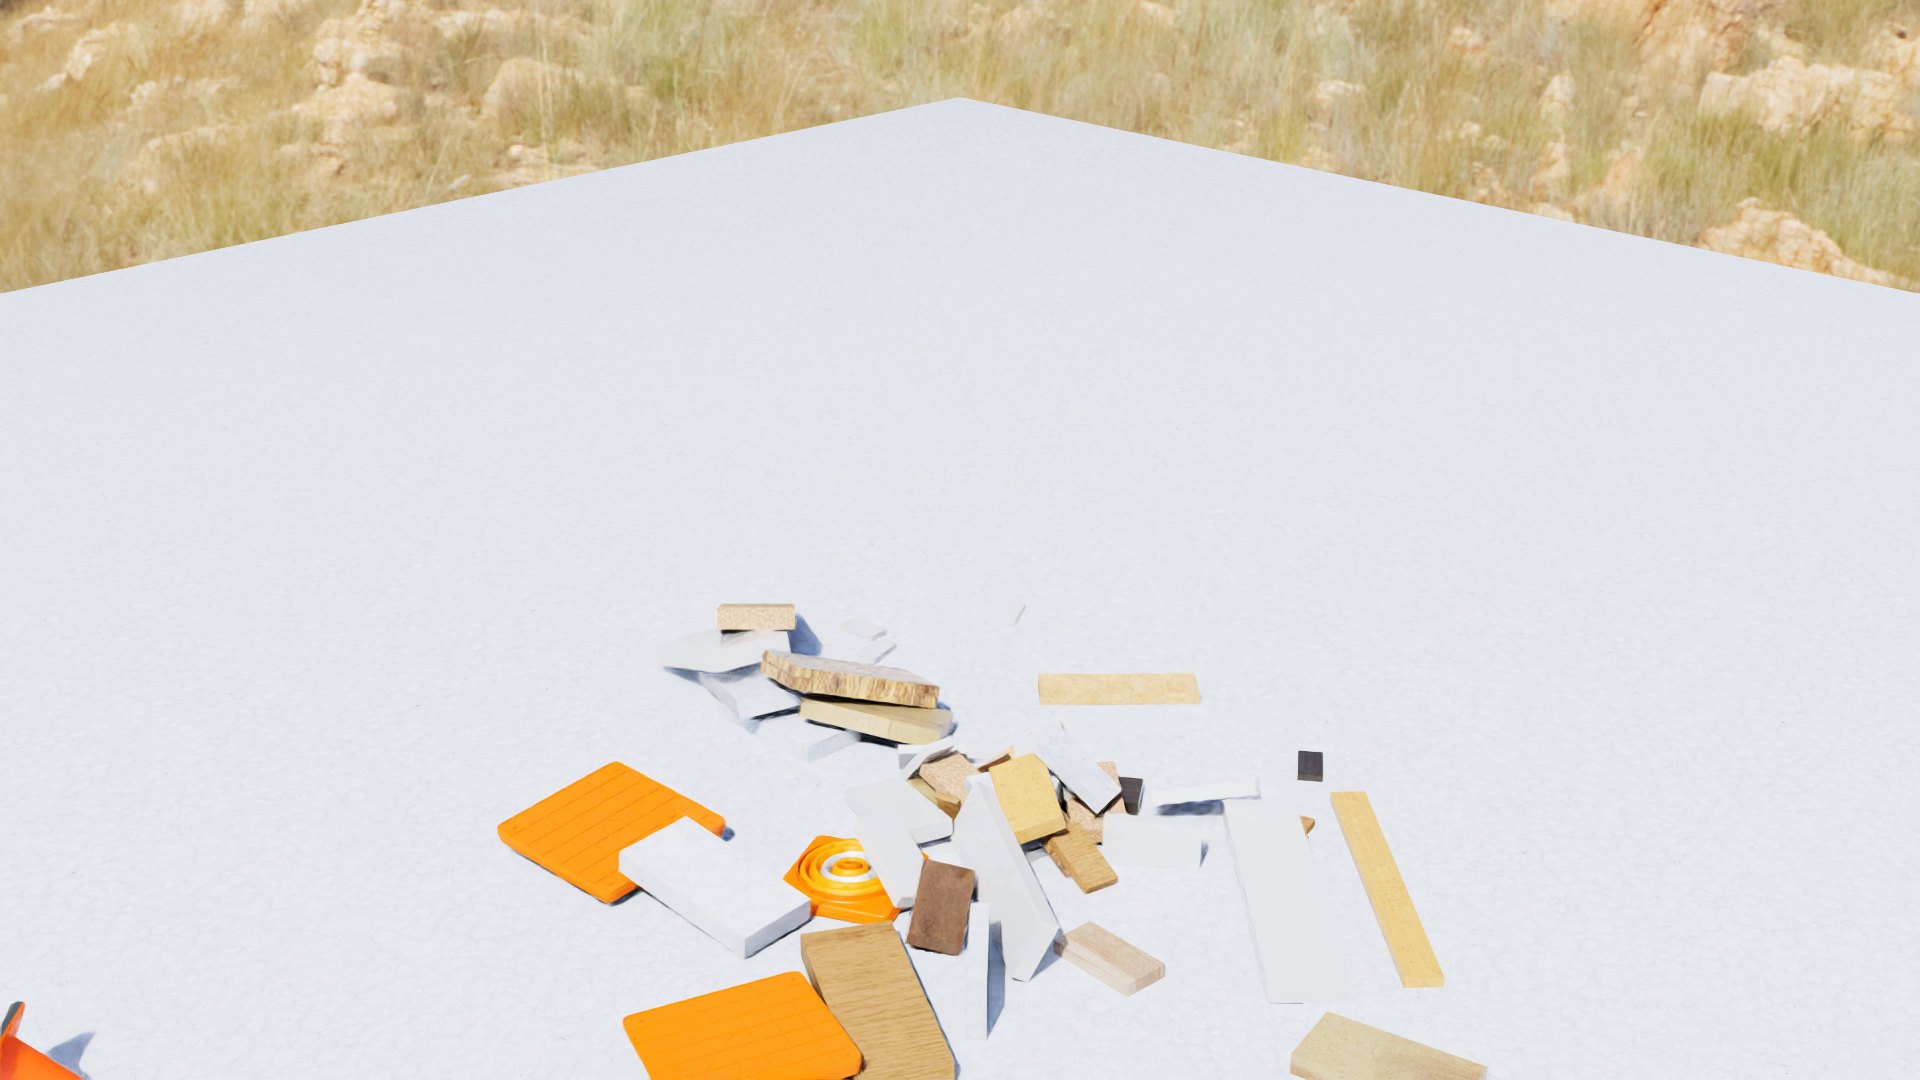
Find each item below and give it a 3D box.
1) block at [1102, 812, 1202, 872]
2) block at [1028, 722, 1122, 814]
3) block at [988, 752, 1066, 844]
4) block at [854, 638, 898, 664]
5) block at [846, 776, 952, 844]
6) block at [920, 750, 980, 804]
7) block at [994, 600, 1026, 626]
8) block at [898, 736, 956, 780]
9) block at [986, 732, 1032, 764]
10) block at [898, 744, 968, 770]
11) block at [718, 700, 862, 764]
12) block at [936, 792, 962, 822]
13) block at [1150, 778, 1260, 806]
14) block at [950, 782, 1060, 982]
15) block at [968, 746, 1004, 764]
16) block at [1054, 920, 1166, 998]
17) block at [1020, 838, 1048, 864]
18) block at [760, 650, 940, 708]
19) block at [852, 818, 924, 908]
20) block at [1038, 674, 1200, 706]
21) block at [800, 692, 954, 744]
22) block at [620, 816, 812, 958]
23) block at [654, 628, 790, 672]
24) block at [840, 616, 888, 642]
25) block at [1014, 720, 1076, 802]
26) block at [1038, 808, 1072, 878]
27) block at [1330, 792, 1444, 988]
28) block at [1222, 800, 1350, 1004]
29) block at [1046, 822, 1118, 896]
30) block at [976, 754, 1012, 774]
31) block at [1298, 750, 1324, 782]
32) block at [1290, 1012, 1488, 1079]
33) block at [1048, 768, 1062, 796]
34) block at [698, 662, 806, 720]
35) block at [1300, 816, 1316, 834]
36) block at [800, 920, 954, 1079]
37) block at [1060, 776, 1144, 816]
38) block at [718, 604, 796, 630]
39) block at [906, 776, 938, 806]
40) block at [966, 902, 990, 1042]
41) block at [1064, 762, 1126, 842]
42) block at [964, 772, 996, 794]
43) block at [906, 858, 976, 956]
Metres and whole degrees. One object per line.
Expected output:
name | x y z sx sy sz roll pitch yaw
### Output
block | 0.372 0.585 4.261 0.189 0.094 0.027 4 22 10
block | 0.229 0.453 4.367 0.189 0.027 0.095 44 29 8
block | 0.131 0.503 4.299 0.112 0.032 0.223 -20 30 2
block | -0.196 0.260 5.128 0.053 0.015 0.106 12 26 27
block | -0.124 0.544 4.405 0.122 0.034 0.243 -11 20 -25
block | 0.014 0.507 4.469 0.094 0.027 0.188 -19 45 -36
block | 0.121 0.177 5.325 0.053 0.015 0.106 7 24 15
block | -0.070 0.455 4.531 0.072 0.143 0.020 -17 68 -35
block | 0.135 0.469 4.617 0.103 0.029 0.207 15 27 32
block | -0.057 0.455 4.598 0.143 0.072 0.020 0 56 0
block | -0.371 0.391 4.785 0.151 0.043 0.302 -20 30 -39
block | -0.017 0.538 4.373 0.048 0.095 0.014 15 56 22
block | 0.495 0.506 4.425 0.207 0.029 0.103 -7 -5 12
block | 0.076 0.630 4.117 0.034 0.122 0.515 22 16 -21
block | 0.044 0.456 4.668 0.095 0.014 0.048 2 23 5
block | 0.267 0.752 3.954 0.095 0.027 0.189 -19 30 -38
block | 0.108 0.565 4.352 0.094 0.027 0.188 -16 38 -34
block | -0.237 0.301 4.762 0.347 0.049 0.174 10 5 -29
block | -0.117 0.609 4.164 0.099 0.028 0.199 3 39 -36
block | 0.355 0.335 4.936 0.355 0.028 0.099 0 23 -1
block | -0.178 0.376 4.731 0.302 0.043 0.151 13 13 11
block | -0.458 0.643 4.099 0.337 0.048 0.169 27 35 33
block | -0.535 0.243 4.920 0.174 0.049 0.347 -14 7 -29
block | -0.231 0.213 5.240 0.106 0.015 0.053 19 29 37
block | 0.174 0.465 4.491 0.112 0.032 0.223 -27 28 11
block | 0.198 0.583 4.273 0.073 0.021 0.146 -18 57 -32
block | 0.807 0.653 4.195 0.072 0.020 0.665 -1 23 -2
block | 0.601 0.664 4.111 0.143 0.041 0.600 0 25 -1
block | 0.234 0.610 4.223 0.073 0.021 0.146 -14 51 -30
block | 0.076 0.476 4.517 0.095 0.048 0.014 -31 -2 42
block | 0.736 0.475 4.622 0.052 0.015 0.104 3 23 8
block | 0.709 0.878 3.640 0.286 0.041 0.143 14 27 30
block | 0.167 0.479 4.384 0.073 0.021 0.146 -10 25 17
block | -0.462 0.314 4.844 0.151 0.043 0.302 -13 18 -21
block | 0.663 0.578 4.379 0.052 0.015 0.104 13 26 27
block | -0.149 0.806 3.800 0.169 0.048 0.437 -6 24 -14
block | 0.267 0.517 4.504 0.207 0.029 0.103 4 23 10
block | -0.470 0.176 5.108 0.174 0.049 0.347 0 0 -4
block | -0.043 0.521 4.506 0.072 0.020 0.143 -18 29 -36
block | 0.032 0.751 3.835 0.034 0.122 0.243 1 23 2
block | 0.269 0.526 4.416 0.112 0.032 0.223 -3 30 -3
block | 0.095 0.526 4.363 0.094 0.027 0.188 -10 35 -27
block | -0.035 0.676 4.057 0.099 0.028 0.199 13 35 0
